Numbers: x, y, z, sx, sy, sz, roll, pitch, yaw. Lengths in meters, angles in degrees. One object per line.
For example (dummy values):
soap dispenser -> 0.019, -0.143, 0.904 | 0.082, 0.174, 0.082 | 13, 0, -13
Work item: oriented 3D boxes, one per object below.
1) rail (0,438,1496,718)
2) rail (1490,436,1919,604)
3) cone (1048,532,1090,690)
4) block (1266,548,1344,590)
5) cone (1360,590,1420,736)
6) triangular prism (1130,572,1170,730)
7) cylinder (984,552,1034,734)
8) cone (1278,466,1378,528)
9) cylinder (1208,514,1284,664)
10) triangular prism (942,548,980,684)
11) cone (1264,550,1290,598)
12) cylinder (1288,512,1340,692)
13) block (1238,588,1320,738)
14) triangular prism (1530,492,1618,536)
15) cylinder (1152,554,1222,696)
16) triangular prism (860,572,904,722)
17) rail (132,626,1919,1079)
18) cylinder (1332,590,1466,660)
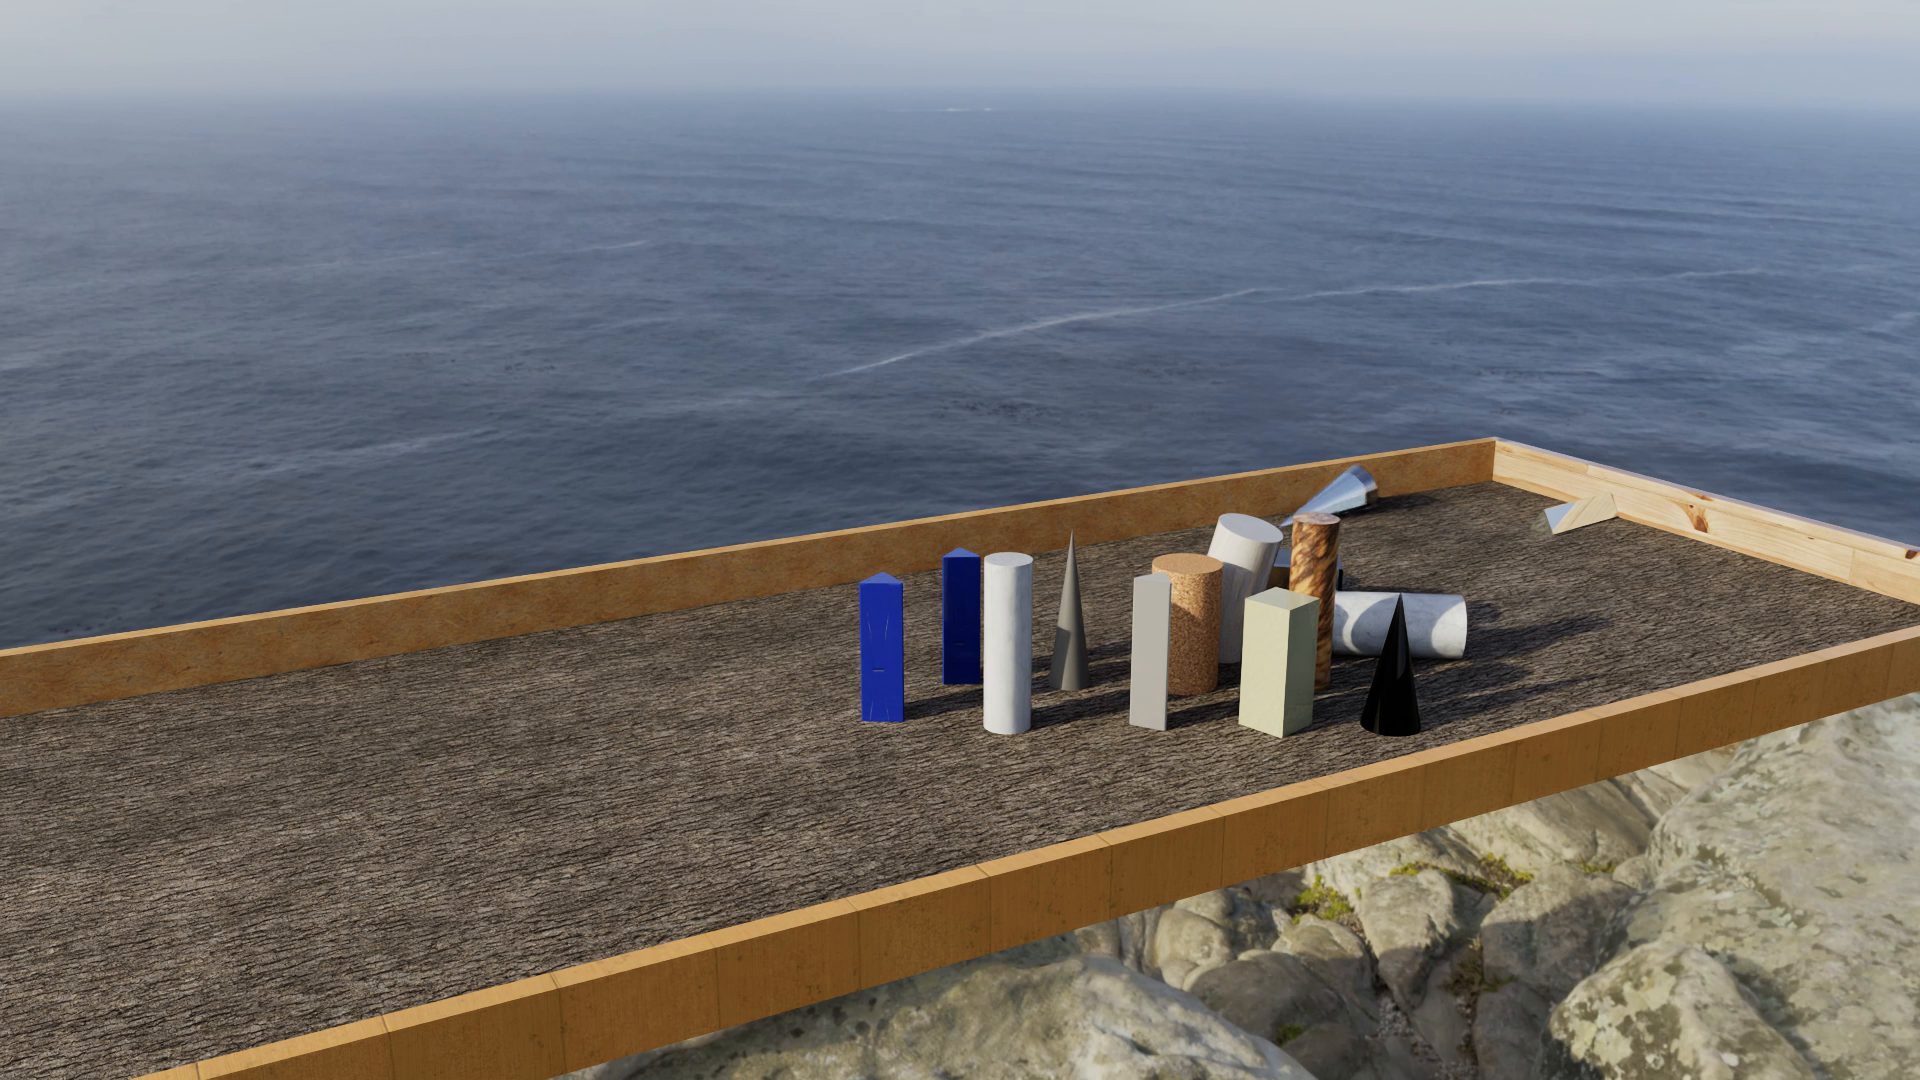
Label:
rail -> -3.305, 0.497, 3.399 | 12.000, 0.150, 0.050 | -9, 18, -27
rail -> 2.466, -0.048, 5.253 | 0.050, 0.150, 2.100 | -9, 18, -27
cone -> 0.274, 0.163, 4.079 | 0.105, 0.406, 0.105 | 0, 16, 0
block -> 0.897, 0.133, 4.593 | 0.309, 0.175, 0.175 | 2, 17, 8
cone -> 1.011, 0.275, 3.828 | 0.140, 0.334, 0.140 | 0, 16, 0
triangular prism -> 0.456, 0.256, 3.844 | 0.089, 0.360, 0.077 | 8, 18, 26
cylinder -> 0.111, 0.239, 3.819 | 0.112, 0.407, 0.112 | 0, 16, 0
cone -> 1.218, -0.112, 5.597 | 0.405, 0.159, 0.159 | -23, 26, -29
cylinder -> 0.700, 0.125, 4.255 | 0.168, 0.350, 0.168 | 12, 23, -5
triangular prism -> 0.001, 0.190, 4.119 | 0.092, 0.333, 0.080 | -1, 16, -4
cone -> 0.994, 0.080, 4.944 | 0.157, 0.157, 0.434 | 12, 10, 36
cylinder -> 0.867, 0.154, 4.067 | 0.113, 0.431, 0.113 | 0, 16, 0
block -> 0.742, 0.284, 3.839 | 0.122, 0.311, 0.122 | -16, 23, -43
triangular prism -> 2.068, -0.095, 5.534 | 0.376, 0.077, 0.089 | -12, 20, -35
cylinder -> 0.559, 0.207, 4.094 | 0.172, 0.313, 0.172 | 0, 16, 0
triangular prism -> -0.181, 0.252, 3.890 | 0.099, 0.343, 0.086 | 0, 16, 1
rail -> -2.336, 1.006, 1.665 | 12.000, 0.150, 0.050 | -9, 18, -27
cylinder -> 1.103, 0.220, 4.308 | 0.397, 0.168, 0.168 | 2, 16, 6
